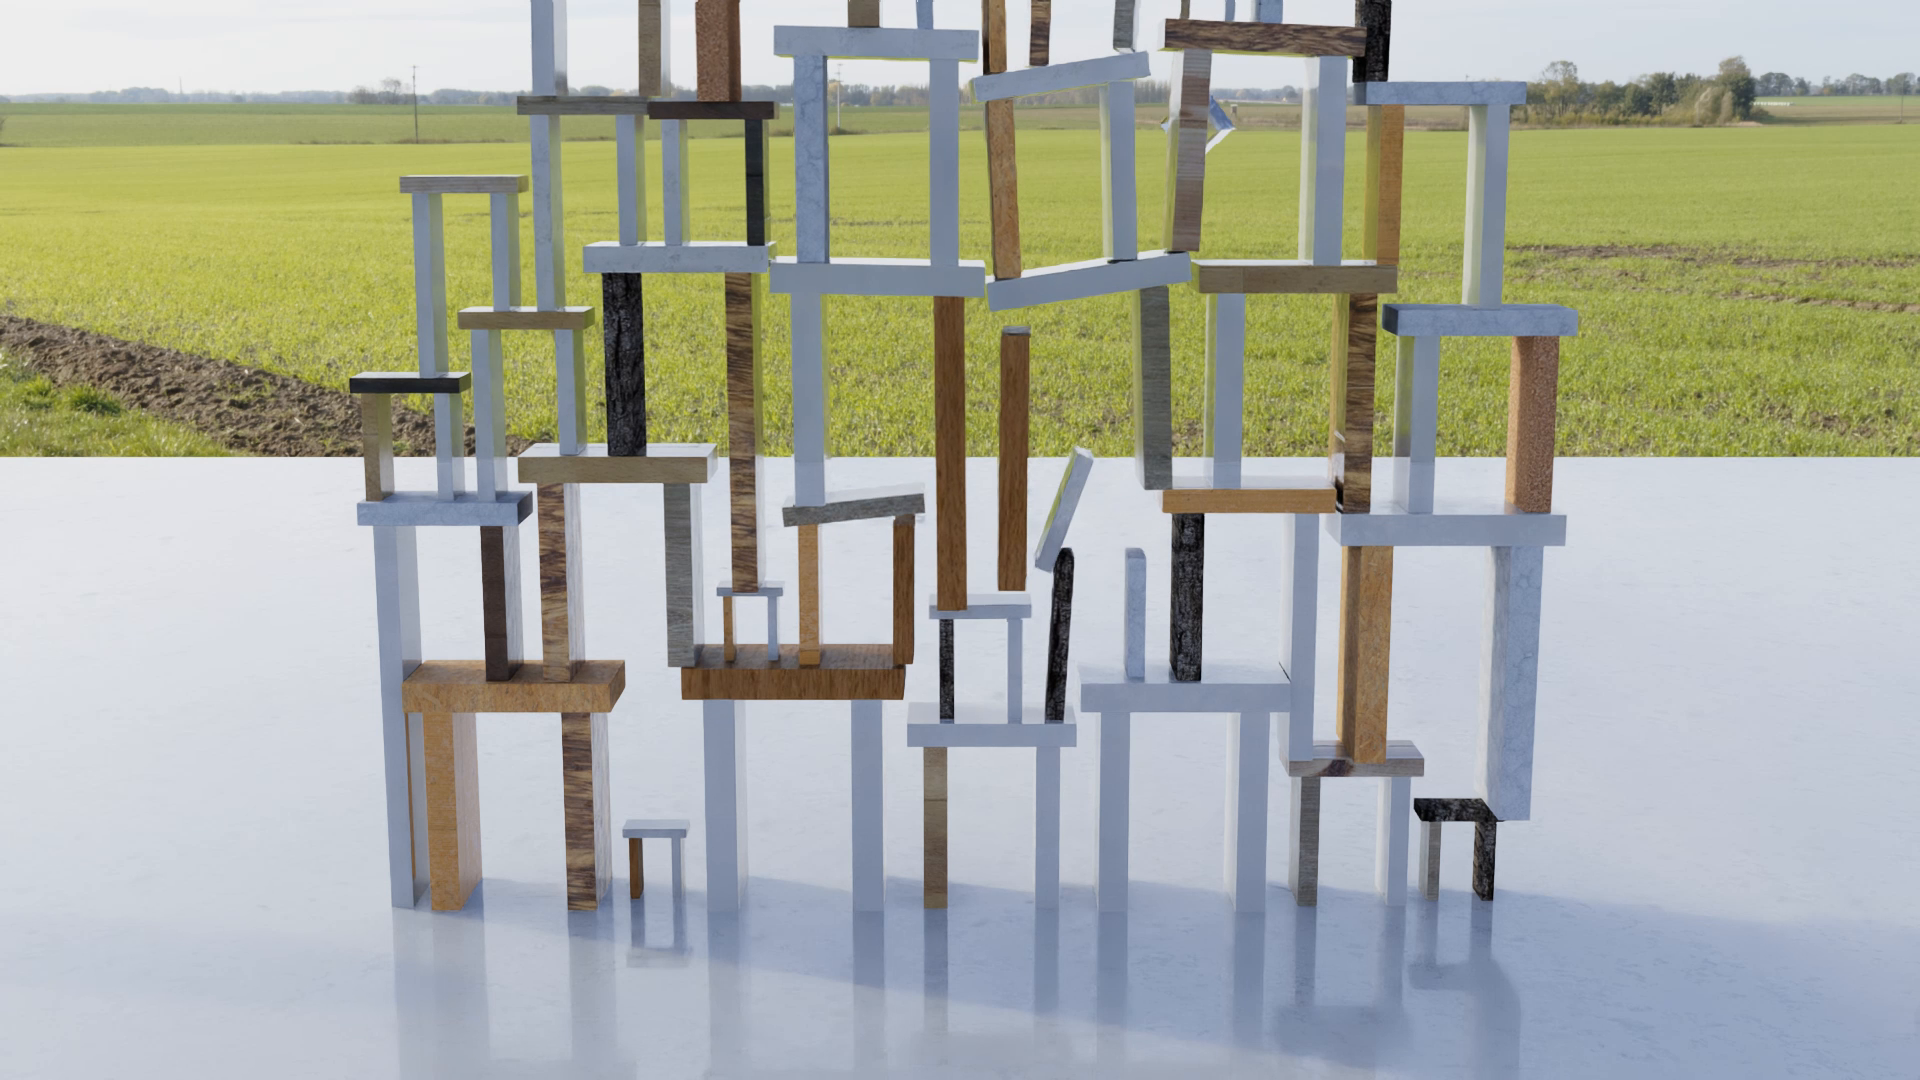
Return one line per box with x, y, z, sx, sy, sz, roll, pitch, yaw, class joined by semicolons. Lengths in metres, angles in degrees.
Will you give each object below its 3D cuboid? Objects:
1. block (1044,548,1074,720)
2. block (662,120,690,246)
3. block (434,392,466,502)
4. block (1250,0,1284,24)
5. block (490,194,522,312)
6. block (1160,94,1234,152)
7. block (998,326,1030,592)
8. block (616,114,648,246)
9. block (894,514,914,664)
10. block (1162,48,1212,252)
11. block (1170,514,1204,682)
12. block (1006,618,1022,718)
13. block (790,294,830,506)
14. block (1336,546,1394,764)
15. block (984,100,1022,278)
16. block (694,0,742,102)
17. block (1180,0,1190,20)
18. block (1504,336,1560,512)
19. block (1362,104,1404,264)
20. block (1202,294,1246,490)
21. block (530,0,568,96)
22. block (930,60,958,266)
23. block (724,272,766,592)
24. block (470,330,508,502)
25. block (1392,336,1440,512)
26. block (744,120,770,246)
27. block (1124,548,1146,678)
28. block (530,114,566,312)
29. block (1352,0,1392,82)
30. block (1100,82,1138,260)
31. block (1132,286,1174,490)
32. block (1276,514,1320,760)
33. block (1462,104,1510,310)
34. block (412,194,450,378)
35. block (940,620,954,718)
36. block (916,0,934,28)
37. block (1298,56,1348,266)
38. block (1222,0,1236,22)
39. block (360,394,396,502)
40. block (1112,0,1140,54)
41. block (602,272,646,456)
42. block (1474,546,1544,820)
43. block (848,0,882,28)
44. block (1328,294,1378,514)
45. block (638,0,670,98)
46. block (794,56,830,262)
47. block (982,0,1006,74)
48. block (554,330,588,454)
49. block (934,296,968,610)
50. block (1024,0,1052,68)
0.162;0.152;3.587;0.028;0.266;0.098;3;10;-1;block
-0.446;-0.563;3.456;0.027;0.193;0.096;0;11;1;block
-0.819;-0.154;3.529;0.024;0.173;0.086;0;11;0;block
0.479;-0.919;3.393;0.035;0.245;0.122;2;10;0;block
-0.717;-0.456;3.471;0.026;0.183;0.091;1;11;0;block
0.732;-1.276;6.774;0.137;0.137;0.137;-39;-8;32;block
0.087;-0.133;3.531;0.045;0.406;0.158;1;11;2;block
-0.516;-0.566;3.457;0.028;0.200;0.100;0;11;1;block
-0.091;0.079;3.578;0.032;0.227;0.113;0;11;0;block
0.354;-0.610;3.446;0.043;0.306;0.153;2;10;-1;block
0.368;0.080;3.569;0.039;0.274;0.137;0;11;0;block
0.089;0.201;3.597;0.023;0.166;0.083;0;11;0;block
-0.238;-0.232;3.513;0.047;0.333;0.167;-1;11;0;block
0.660;0.168;3.593;0.050;0.355;0.178;0;10;0;block
0.067;-0.551;3.448;0.038;0.270;0.135;-3;10;-1;block
-0.375;-0.905;3.390;0.049;0.450;0.172;0;11;1;block
0.352;-0.858;3.415;0.015;0.103;0.052;4;12;5;block
0.916;-0.193;3.525;0.040;0.280;0.140;0;10;0;block
0.665;-0.559;3.459;0.035;0.245;0.122;0;10;0;block
0.421;-0.245;3.516;0.043;0.307;0.153;0;10;0;block
-0.636;-0.812;3.405;0.035;0.245;0.122;1;11;-1;block
-0.025;-0.592;3.450;0.044;0.311;0.156;0;11;0;block
-0.343;-0.178;3.526;0.041;0.507;0.144;0;11;1;block
-0.753;-0.204;3.519;0.028;0.274;0.099;0;11;0;block
0.730;-0.194;3.526;0.040;0.280;0.140;0;10;0;block
-0.318;-0.563;3.455;0.027;0.193;0.096;0;11;1;block
0.284;0.117;3.581;0.028;0.195;0.098;0;11;0;block
-0.649;-0.516;3.468;0.028;0.303;0.100;0;11;0;block
0.641;-0.874;3.399;0.035;0.326;0.122;1;10;0;block
0.248;-0.578;3.444;0.038;0.270;0.135;-3;10;-2;block
0.306;-0.249;3.512;0.045;0.317;0.158;-2;10;0;block
0.550;0.145;3.582;0.039;0.406;0.137;0;11;0;block
0.828;-0.525;3.465;0.035;0.315;0.122;0;10;0;block
-0.838;-0.404;3.480;0.026;0.288;0.091;0;11;0;block
-0.021;0.201;3.597;0.023;0.166;0.083;0;11;0;block
-0.057;-0.878;3.388;0.026;0.181;0.090;-3;10;0;block
0.569;-0.595;3.452;0.043;0.317;0.153;0;10;0;block
0.419;-0.853;3.402;0.015;0.104;0.052;4;12;2;block
-0.934;-0.154;3.529;0.024;0.173;0.086;0;11;0;block
0.262;-0.866;3.397;0.030;0.214;0.107;4;8;8;block
-0.535;-0.286;3.508;0.041;0.288;0.144;0;11;0;block
0.897;0.215;3.602;0.050;0.451;0.178;0;10;0;block
-0.147;-0.962;3.380;0.049;0.345;0.172;0;11;-1;block
0.627;-0.227;3.523;0.043;0.346;0.153;0;10;0;block
-0.473;-0.812;3.406;0.035;0.245;0.122;1;11;-1;block
-0.232;-0.597;3.447;0.044;0.311;0.156;0;11;-1;block
0.052;-0.830;3.394;0.026;0.216;0.090;-2;10;-7;block
-0.621;-0.241;3.512;0.028;0.198;0.099;0;11;0;block
-0.015;-0.147;3.531;0.047;0.496;0.167;-1;11;0;block
0.122;-0.842;3.402;0.030;0.214;0.107;2;10;-3;block
